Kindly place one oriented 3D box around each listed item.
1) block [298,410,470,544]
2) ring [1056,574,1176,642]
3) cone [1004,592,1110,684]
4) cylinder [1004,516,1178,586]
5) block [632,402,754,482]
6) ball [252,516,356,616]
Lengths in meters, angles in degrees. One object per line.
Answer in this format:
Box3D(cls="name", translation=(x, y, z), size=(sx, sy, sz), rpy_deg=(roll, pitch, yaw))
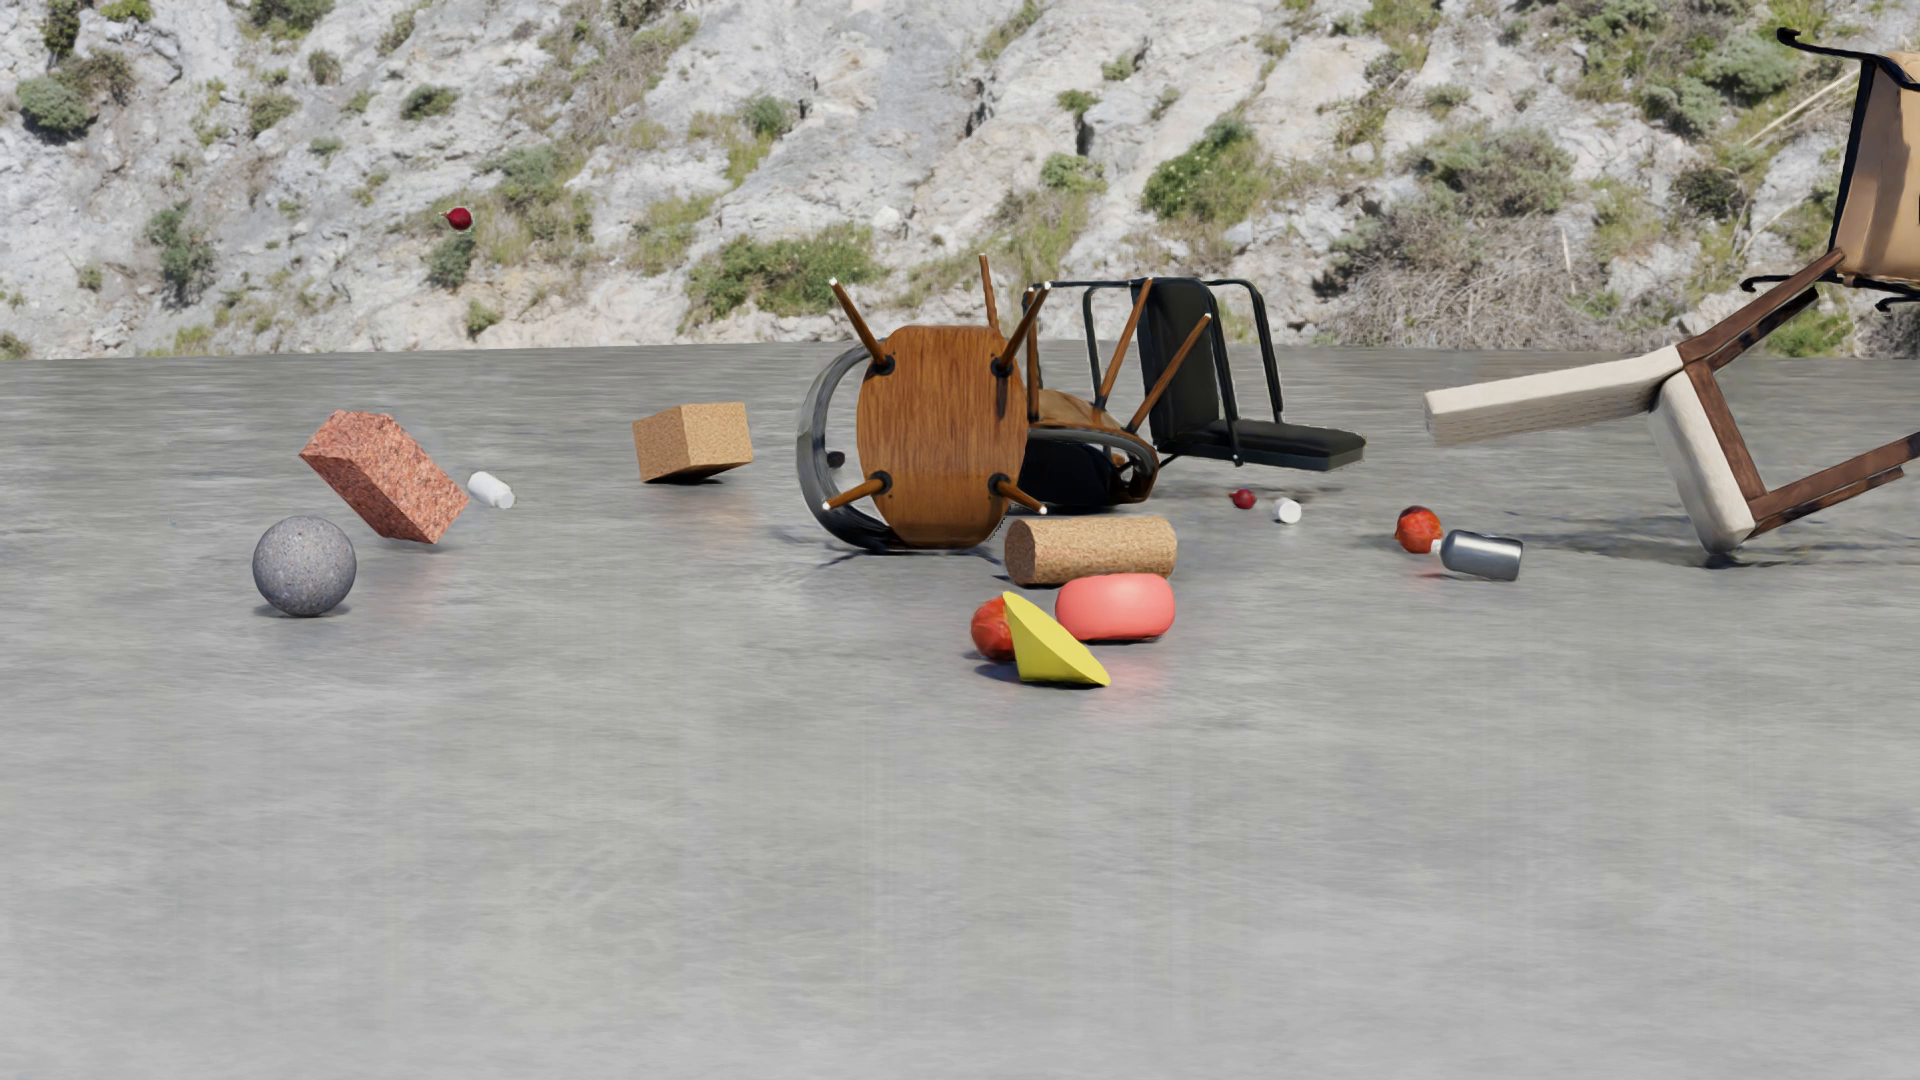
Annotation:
Box3D(cls="block", translation=(-1.372, -0.151, 6.119), size=(0.258, 0.142, 0.301), rpy_deg=(6, -36, 48))
Box3D(cls="ring", translation=(0.280, 0.123, 4.630), size=(0.217, 0.111, 0.150), rpy_deg=(-4, -8, 1))
Box3D(cls="cone", translation=(0.128, 0.194, 4.172), size=(0.223, 0.094, 0.233), rpy_deg=(33, 12, -35))
Box3D(cls="cylinder", translation=(0.278, 0.023, 5.494), size=(0.312, 0.141, 0.235), rpy_deg=(-2, 1, -15))
Box3D(cls="block", translation=(-0.854, -0.312, 8.196), size=(0.255, 0.194, 0.262), rpy_deg=(-6, -7, -44))
Box3D(cls="ball", translation=(-1.270, 0.050, 4.973), size=(0.196, 0.196, 0.196), rpy_deg=(0, 6, 0))
